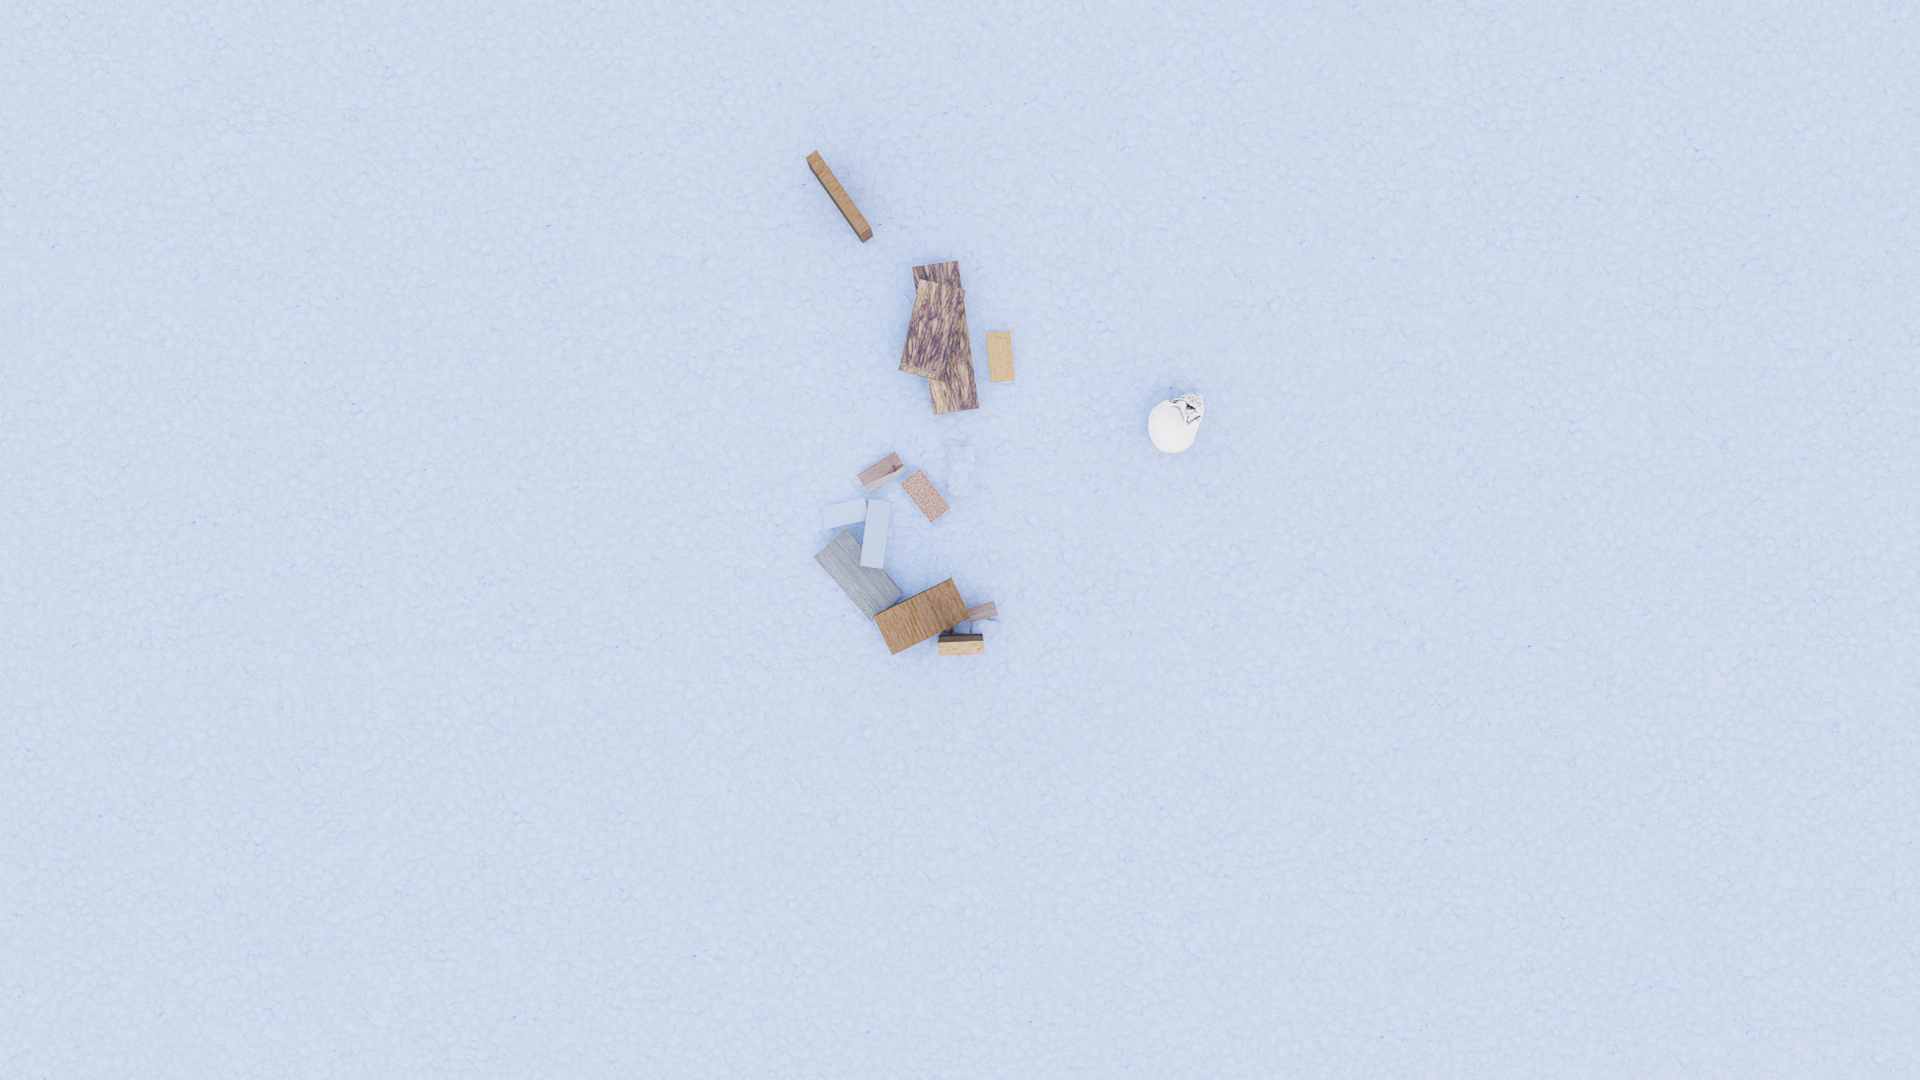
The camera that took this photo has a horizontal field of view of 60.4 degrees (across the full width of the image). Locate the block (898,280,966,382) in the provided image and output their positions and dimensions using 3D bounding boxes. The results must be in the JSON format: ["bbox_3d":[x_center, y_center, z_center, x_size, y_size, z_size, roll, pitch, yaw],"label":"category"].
[{"bbox_3d":[-0.092,-0.689,5.435,0.153,0.043,0.307,13,90,0],"label":"block"}]

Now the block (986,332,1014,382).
[{"bbox_3d":[0.134,-0.609,5.488,0.081,0.023,0.163,-6,90,0],"label":"block"}]

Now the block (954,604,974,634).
[{"bbox_3d":[0.013,0.261,5.493,0.049,0.014,0.097,9,90,0],"label":"block"}]

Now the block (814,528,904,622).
[{"bbox_3d":[-0.336,0.117,5.480,0.144,0.041,0.287,-42,90,0],"label":"block"}]

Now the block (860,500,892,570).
[{"bbox_3d":[-0.280,-0.019,5.462,0.074,0.021,0.224,9,79,-12],"label":"block"}]

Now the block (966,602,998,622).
[{"bbox_3d":[0.073,0.239,5.479,0.097,0.014,0.049,-16,90,0],"label":"block"}]

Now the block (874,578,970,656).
[{"bbox_3d":[-0.125,0.252,5.445,0.287,0.041,0.144,-26,94,-1],"label":"block"}]

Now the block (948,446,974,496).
[{"bbox_3d":[0.006,-0.228,5.488,0.081,0.023,0.163,2,90,0],"label":"block"}]

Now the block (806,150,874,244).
[{"bbox_3d":[-0.395,-1.127,5.423,0.043,0.153,0.307,-35,90,0],"label":"block"}]

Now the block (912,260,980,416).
[{"bbox_3d":[-0.047,-0.670,5.478,0.153,0.043,0.493,-8,90,0],"label":"block"}]

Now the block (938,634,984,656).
[{"bbox_3d":[0.003,0.335,5.302,0.144,0.396,0.041,-2,90,0],"label":"block"}]

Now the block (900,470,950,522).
[{"bbox_3d":[-0.116,-0.146,5.488,0.081,0.023,0.163,-38,90,0],"label":"block"}]

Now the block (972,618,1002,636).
[{"bbox_3d":[0.090,0.290,5.493,0.097,0.014,0.049,12,90,0],"label":"block"}]

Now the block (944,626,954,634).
[{"bbox_3d":[-0.037,0.263,5.493,0.048,0.014,0.095,7,90,0],"label":"block"}]

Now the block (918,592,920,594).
[{"bbox_3d":[-0.138,0.225,5.486,0.048,0.014,0.095,30,91,16],"label":"block"}]

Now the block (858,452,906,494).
[{"bbox_3d":[-0.259,-0.223,5.489,0.148,0.021,0.074,-32,90,0],"label":"block"}]

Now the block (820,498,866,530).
[{"bbox_3d":[-0.382,-0.088,5.489,0.149,0.021,0.074,-13,90,0],"label":"block"}]
